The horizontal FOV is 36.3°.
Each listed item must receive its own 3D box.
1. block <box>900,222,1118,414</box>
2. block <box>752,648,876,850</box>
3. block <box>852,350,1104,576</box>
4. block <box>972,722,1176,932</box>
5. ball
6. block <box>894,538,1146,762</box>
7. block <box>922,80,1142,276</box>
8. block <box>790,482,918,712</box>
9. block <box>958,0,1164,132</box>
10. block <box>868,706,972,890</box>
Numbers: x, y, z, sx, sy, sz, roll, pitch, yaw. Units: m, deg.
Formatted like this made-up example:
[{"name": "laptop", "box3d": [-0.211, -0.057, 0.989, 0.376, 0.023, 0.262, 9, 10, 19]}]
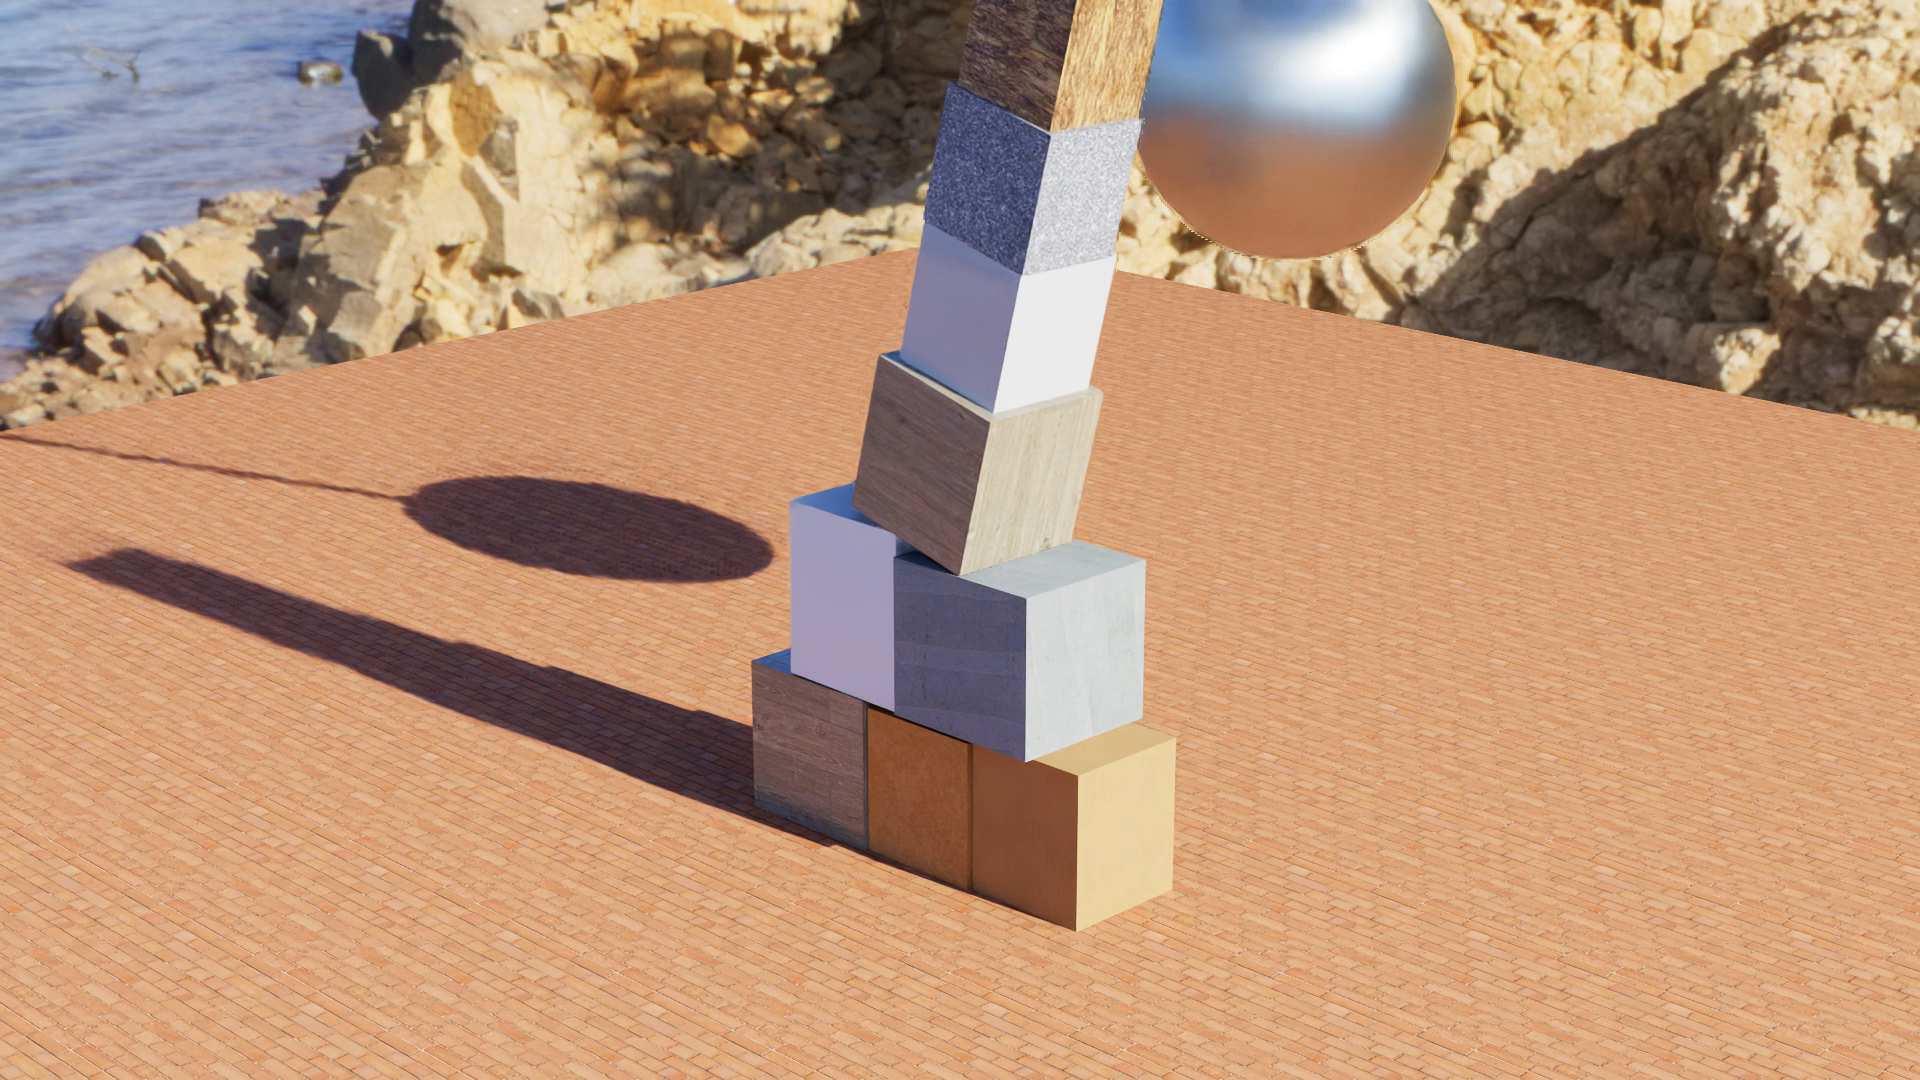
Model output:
[{"name": "block", "box3d": [0.206, -1.023, 12.818, 0.599, 0.653, 0.600, -17, 39, -42]}, {"name": "block", "box3d": [-0.458, 0.935, 14.128, 0.751, 0.745, 0.778, -17, 24, -42]}, {"name": "block", "box3d": [0.072, -0.404, 13.132, 0.716, 0.760, 0.716, -17, 38, -42]}, {"name": "block", "box3d": [0.510, 1.233, 13.191, 0.640, 0.737, 0.643, -17, 24, -42]}, {"name": "ball", "box3d": [1.623, -2.174, 14.360, 1.600, 1.600, 1.600, 0, 17, 0]}, {"name": "block", "box3d": [0.266, 0.442, 13.221, 0.768, 0.754, 0.826, -17, 24, -42]}, {"name": "block", "box3d": [0.303, -1.576, 12.506, 0.560, 0.630, 0.618, -17, 39, -42]}, {"name": "block", "box3d": [-0.288, 0.223, 13.720, 0.720, 0.853, 0.712, -17, 25, -42]}, {"name": "block", "box3d": [0.424, -2.119, 12.232, 0.541, 0.609, 0.555, -17, 39, -42]}, {"name": "block", "box3d": [0.049, 1.106, 13.641, 0.696, 0.709, 0.650, -17, 24, -42]}]
